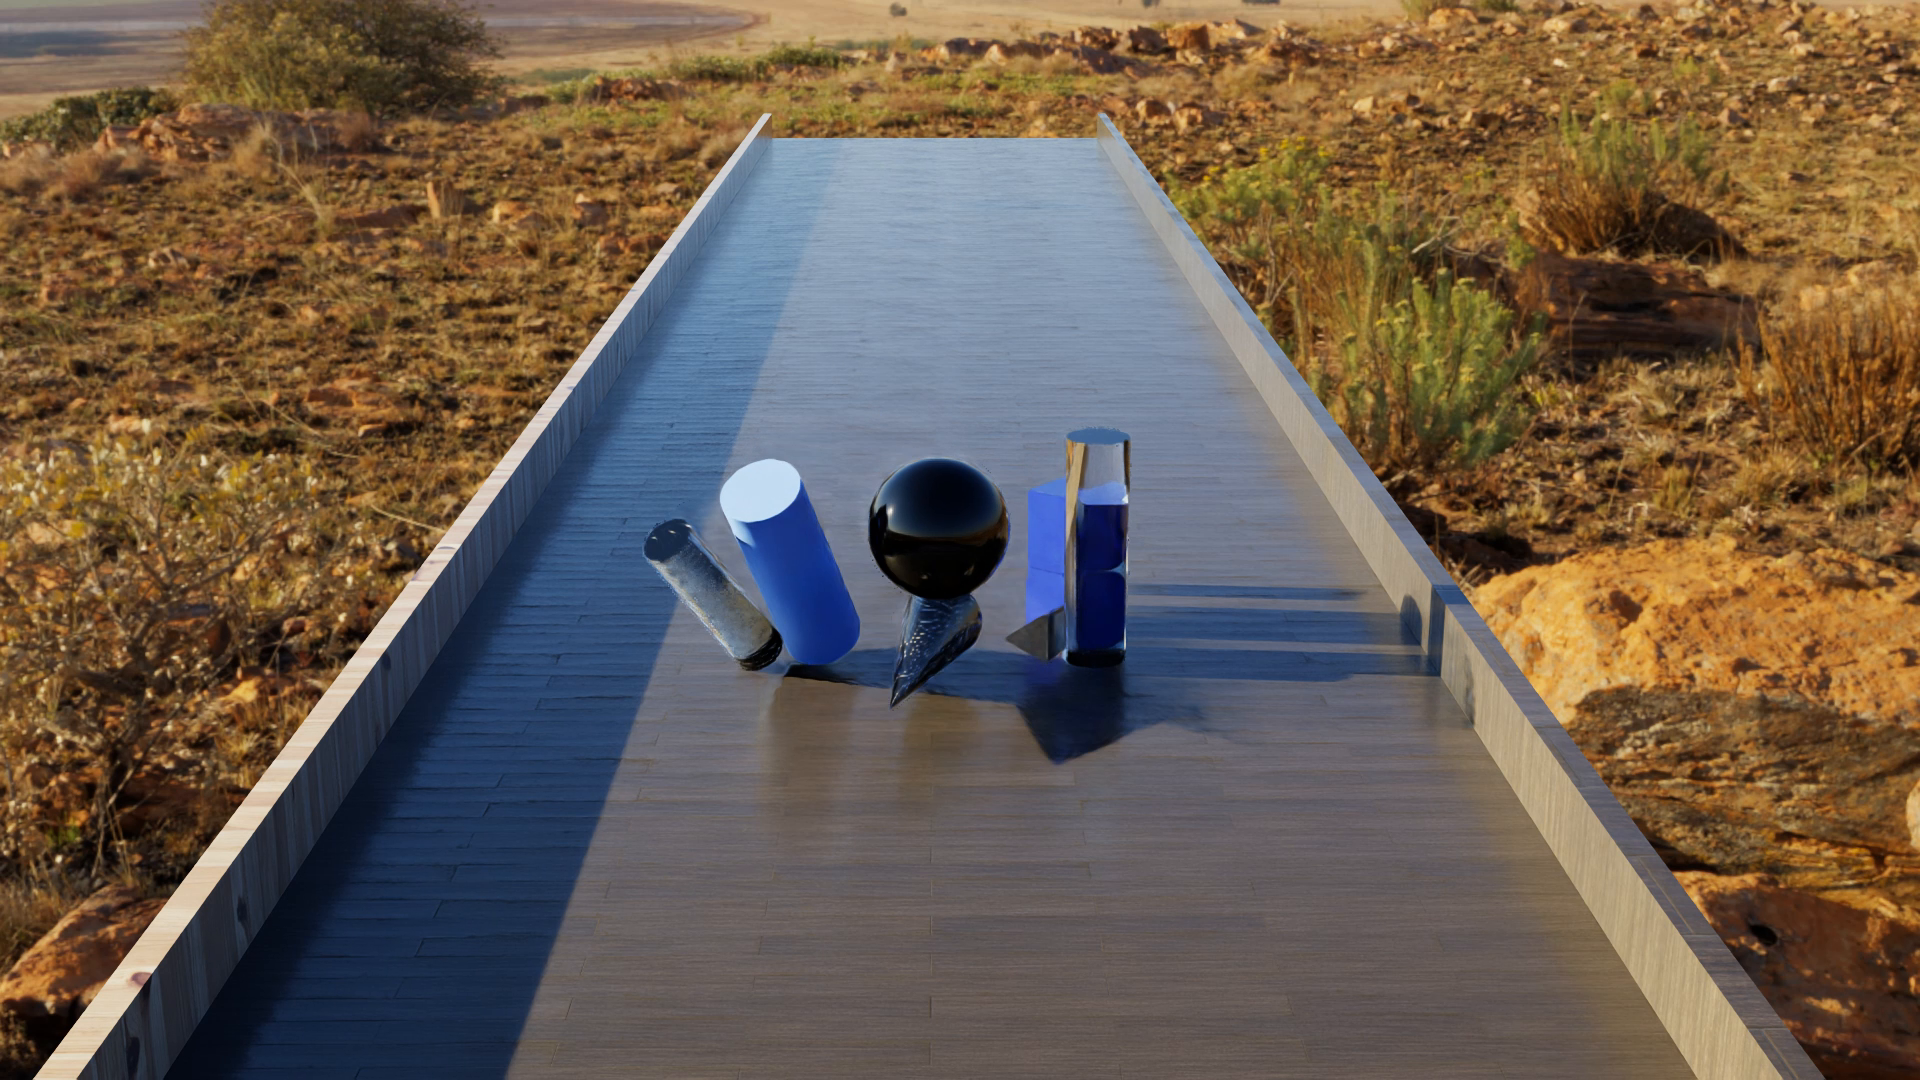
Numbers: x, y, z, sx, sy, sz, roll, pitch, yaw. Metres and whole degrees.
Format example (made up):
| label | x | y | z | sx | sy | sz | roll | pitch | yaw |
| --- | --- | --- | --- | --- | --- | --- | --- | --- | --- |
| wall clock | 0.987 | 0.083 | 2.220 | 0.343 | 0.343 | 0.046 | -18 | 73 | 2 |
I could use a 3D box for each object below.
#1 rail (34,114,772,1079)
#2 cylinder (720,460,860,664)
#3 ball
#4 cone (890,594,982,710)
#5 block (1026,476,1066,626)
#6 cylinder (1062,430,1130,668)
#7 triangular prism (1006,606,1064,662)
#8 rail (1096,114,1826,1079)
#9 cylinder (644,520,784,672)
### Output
| label | x | y | z | sx | sy | sz | roll | pitch | yaw |
| --- | --- | --- | --- | --- | --- | --- | --- | --- | --- |
| rail | -1.118 | -0.838 | 7.780 | 0.050 | 0.150 | 12.000 | 0 | 17 | -1 |
| cylinder | -0.325 | 0.048 | 4.280 | 0.158 | 0.434 | 0.158 | -9 | 47 | 10 |
| ball | -0.040 | -0.023 | 4.177 | 0.273 | 0.273 | 0.273 | 0 | 17 | 0 |
| cone | -0.079 | 0.227 | 4.087 | 0.156 | 0.156 | 0.459 | 3 | 19 | 11 |
| block | 0.241 | 0.041 | 4.547 | 0.146 | 0.307 | 0.146 | 13 | 21 | 34 |
| cylinder | 0.270 | 0.017 | 4.363 | 0.126 | 0.458 | 0.126 | 0 | 17 | 0 |
| triangular prism | 0.165 | 0.167 | 4.227 | 0.089 | 0.077 | 0.313 | 29 | 6 | 7 |
| rail | 0.932 | -0.844 | 7.801 | 0.050 | 0.150 | 12.000 | 0 | 17 | -1 |
| cylinder | -0.473 | 0.110 | 4.256 | 0.100 | 0.361 | 0.100 | -18 | 45 | 18 |
